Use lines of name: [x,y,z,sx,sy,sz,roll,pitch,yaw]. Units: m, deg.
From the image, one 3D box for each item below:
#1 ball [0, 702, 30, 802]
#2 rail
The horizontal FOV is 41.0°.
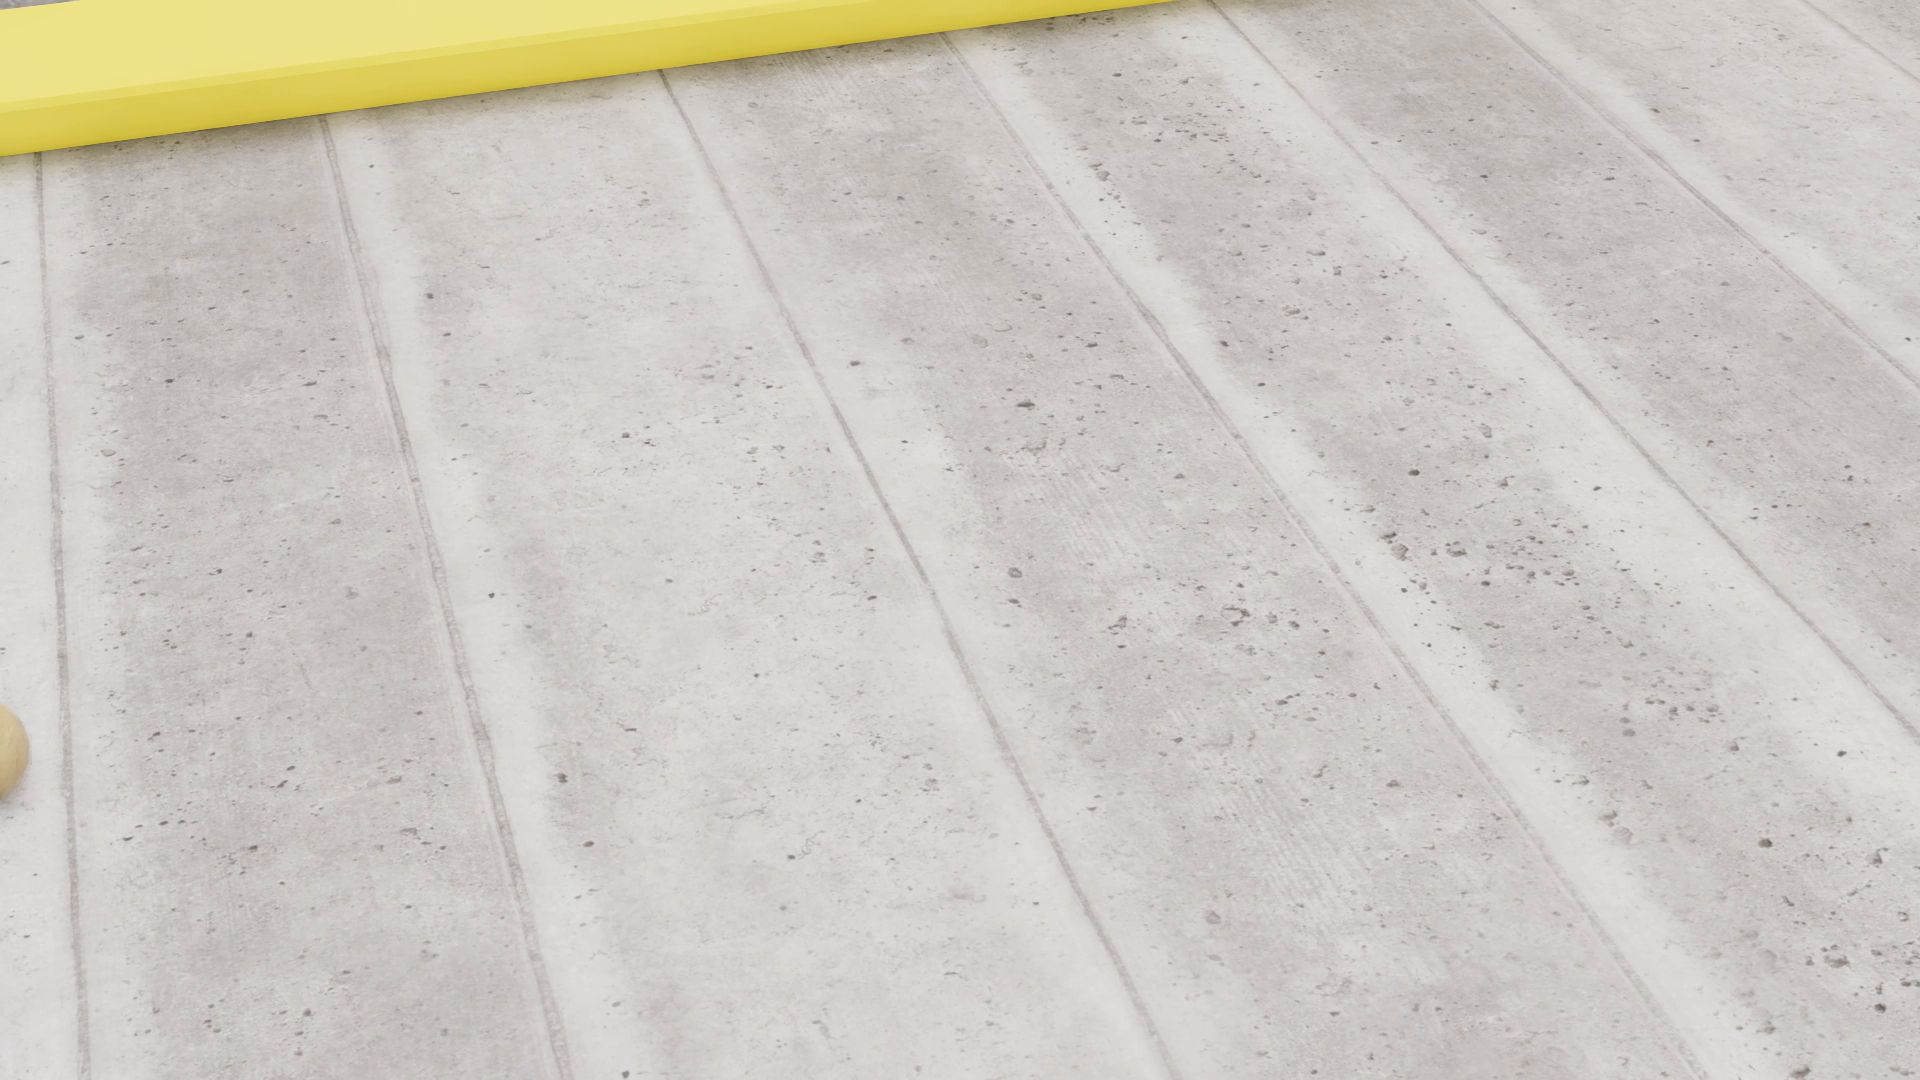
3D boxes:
ball: [-0.539,0.115,1.394,0.064,0.064,0.064,0,36,0]
rail: [0.452,-0.564,2.295,2.860,0.119,0.045,-10,37,-14]
